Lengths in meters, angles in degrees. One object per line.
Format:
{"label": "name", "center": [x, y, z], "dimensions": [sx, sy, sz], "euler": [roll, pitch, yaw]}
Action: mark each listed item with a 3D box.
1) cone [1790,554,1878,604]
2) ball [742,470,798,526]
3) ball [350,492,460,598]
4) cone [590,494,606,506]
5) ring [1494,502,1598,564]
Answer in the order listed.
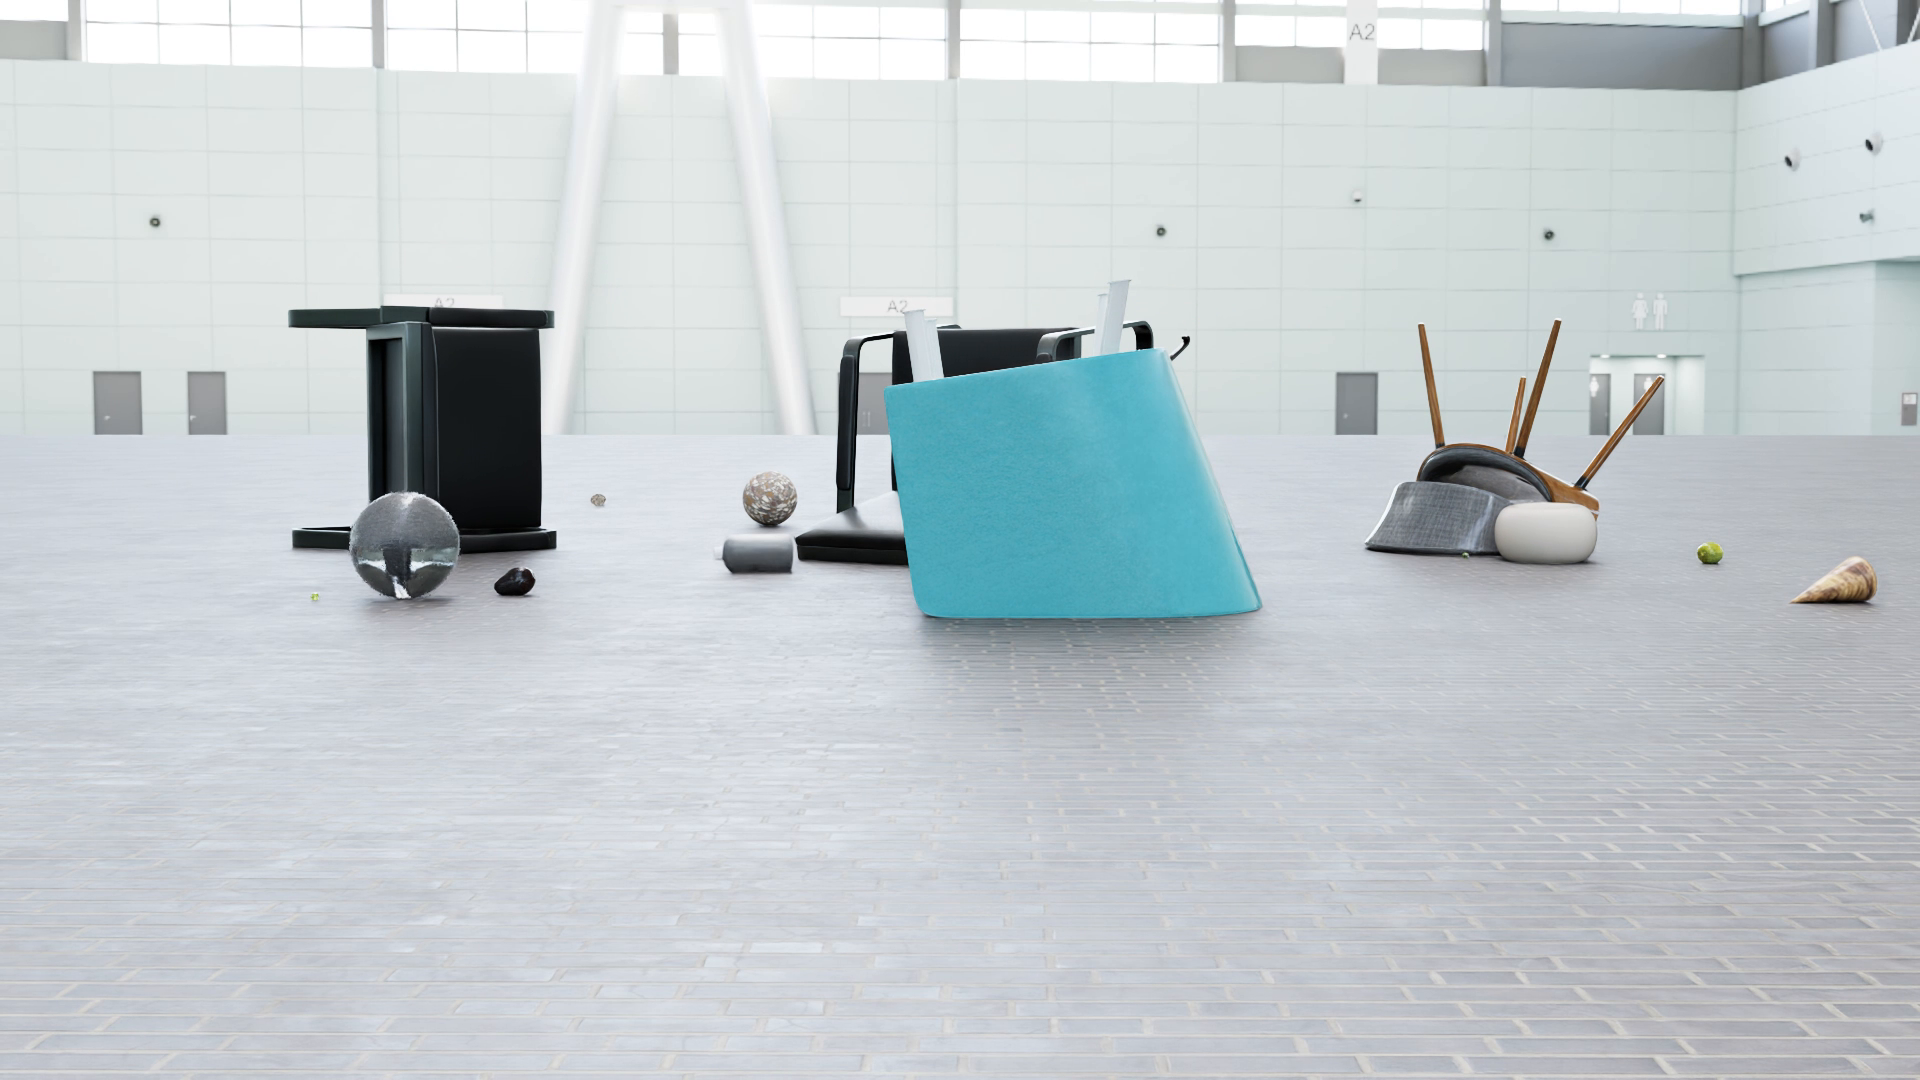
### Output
{"label": "cone", "center": [1.820, 0.107, 4.632], "dimensions": [0.181, 0.098, 0.112], "euler": [-19, -17, -12]}
{"label": "ball", "center": [-0.626, -0.138, 7.233], "dimensions": [0.182, 0.182, 0.182], "euler": [0, 4, 0]}
{"label": "ball", "center": [-1.190, 0.011, 4.712], "dimensions": [0.229, 0.229, 0.229], "euler": [0, 4, 0]}
{"label": "cone", "center": [-1.395, -0.147, 8.522], "dimensions": [0.062, 0.047, 0.063], "euler": [-2, -17, 5]}
{"label": "ring", "center": [1.536, -0.018, 5.770], "dimensions": [0.259, 0.144, 0.284], "euler": [-2, 5, -3]}
